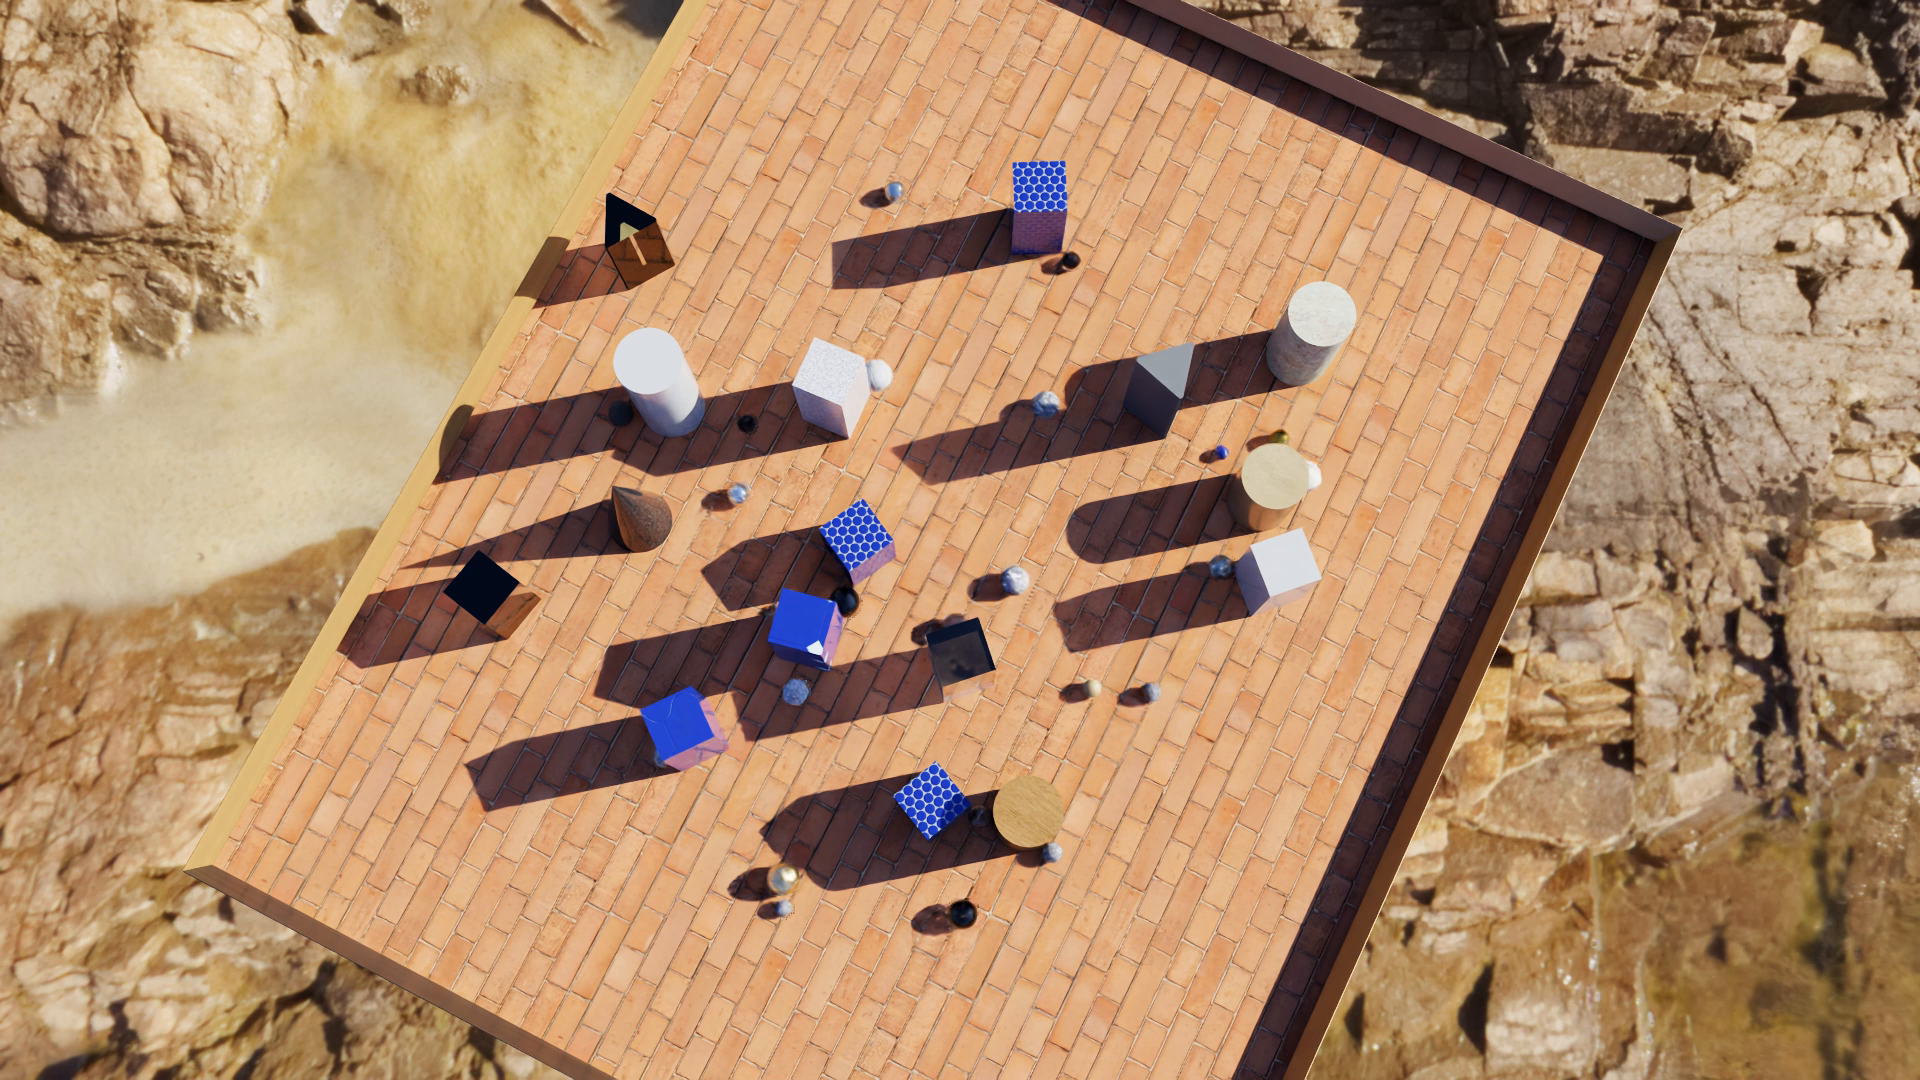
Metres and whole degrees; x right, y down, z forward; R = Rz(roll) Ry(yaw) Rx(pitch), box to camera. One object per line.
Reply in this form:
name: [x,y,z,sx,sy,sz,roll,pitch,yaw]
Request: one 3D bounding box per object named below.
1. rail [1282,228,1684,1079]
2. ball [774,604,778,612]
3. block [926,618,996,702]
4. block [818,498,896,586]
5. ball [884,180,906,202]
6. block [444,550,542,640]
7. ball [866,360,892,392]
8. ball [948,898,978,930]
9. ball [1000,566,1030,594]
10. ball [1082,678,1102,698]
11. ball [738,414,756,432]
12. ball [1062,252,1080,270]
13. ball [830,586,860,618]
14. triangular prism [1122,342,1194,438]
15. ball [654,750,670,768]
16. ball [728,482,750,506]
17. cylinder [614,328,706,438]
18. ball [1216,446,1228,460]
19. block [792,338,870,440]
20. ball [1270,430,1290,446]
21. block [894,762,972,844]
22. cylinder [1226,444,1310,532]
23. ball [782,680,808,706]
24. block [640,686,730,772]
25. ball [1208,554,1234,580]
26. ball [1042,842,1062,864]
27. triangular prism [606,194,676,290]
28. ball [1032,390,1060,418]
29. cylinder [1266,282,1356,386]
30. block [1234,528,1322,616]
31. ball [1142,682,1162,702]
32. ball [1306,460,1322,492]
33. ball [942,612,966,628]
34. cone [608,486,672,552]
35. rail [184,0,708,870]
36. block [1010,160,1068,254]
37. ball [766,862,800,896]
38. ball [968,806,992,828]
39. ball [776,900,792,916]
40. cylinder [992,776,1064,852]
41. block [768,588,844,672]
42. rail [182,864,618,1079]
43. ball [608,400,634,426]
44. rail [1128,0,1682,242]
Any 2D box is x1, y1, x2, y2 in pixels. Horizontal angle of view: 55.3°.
rail: [1.383,0.684,5.408,0.045,0.129,3.766,26,80,5]
ball: [-0.535,0.214,5.546,0.051,0.051,0.051,0,78,0]
block: [0.002,0.354,5.351,0.159,0.376,0.159,-18,79,-4]
block: [-0.305,0.009,5.491,0.159,0.242,0.159,-35,80,-7]
ball: [-0.207,-1.106,5.812,0.066,0.066,0.066,0,78,0]
block: [-1.385,0.165,5.439,0.159,0.280,0.159,37,81,7]
ball: [-0.260,-0.510,5.672,0.099,0.099,0.099,0,78,0]
ball: [0.008,1.092,5.345,0.089,0.089,0.089,0,78,0]
ball: [0.167,0.122,5.547,0.088,0.088,0.088,0,78,0]
ball: [0.395,0.446,5.494,0.059,0.059,0.059,0,78,0]
ball: [-0.659,-0.359,5.662,0.056,0.056,0.056,0,78,0]
ball: [0.350,-0.880,5.769,0.057,0.057,0.057,0,78,0]
ball: [-0.348,0.187,5.530,0.094,0.094,0.094,0,78,0]
triangular prism: [0.620,-0.468,5.480,0.172,0.458,0.149,43,81,8]
ball: [-0.883,0.646,5.452,0.060,0.060,0.060,0,78,0]
ball: [-0.677,-0.140,5.610,0.071,0.071,0.071,0,78,0]
cylinder: [-0.891,-0.464,5.469,0.198,0.476,0.198,0,78,0]
ball: [0.808,-0.269,5.651,0.042,0.042,0.042,0,78,0]
block: [-0.384,-0.453,5.518,0.159,0.377,0.159,23,79,5]
ball: [0.987,-0.311,5.650,0.060,0.060,0.060,0,78,0]
block: [-0.080,0.764,5.325,0.159,0.260,0.159,-39,81,-7]
cylinder: [0.919,-0.154,5.488,0.198,0.314,0.198,0,78,0]
ball: [-0.493,0.456,5.482,0.079,0.079,0.079,0,78,0]
block: [-0.793,0.551,5.313,0.159,0.370,0.159,-25,79,-5]
ball: [0.793,0.083,5.560,0.076,0.076,0.076,0,78,0]
ball: [0.271,0.920,5.395,0.061,0.061,0.061,0,78,0]
triangular prism: [-1.011,-0.932,5.620,0.172,0.372,0.149,-30,80,-6]
ball: [0.265,-0.418,5.659,0.086,0.086,0.086,0,78,0]
cylinder: [1.056,-0.619,5.540,0.198,0.402,0.198,0,78,0]
block: [0.933,0.099,5.416,0.159,0.353,0.159,-19,79,-4]
ball: [0.575,0.457,5.491,0.060,0.060,0.060,0,78,0]
ball: [1.055,-0.194,5.606,0.099,0.099,0.099,0,78,0]
ball: [-0.014,0.260,5.521,0.081,0.081,0.081,0,78,0]
cone: [-0.982,-0.106,5.397,0.198,0.473,0.198,0,78,0]
rail: [-1.383,-0.670,5.689,0.045,0.129,3.766,26,80,5]
block: [0.239,-1.019,5.645,0.159,0.358,0.159,-2,78,0]
ball: [-0.516,0.992,5.361,0.098,0.098,0.098,0,78,0]
ball: [0.057,0.818,5.412,0.069,0.069,0.069,0,78,0]
ball: [-0.516,1.078,5.368,0.050,0.050,0.050,0,78,0]
cylinder: [0.191,0.790,5.272,0.198,0.355,0.198,0,78,0]
block: [-0.449,0.267,5.379,0.159,0.356,0.159,15,79,3]
rail: [-0.831,1.635,5.211,3.139,0.129,0.045,26,80,5]
ball: [-1.046,-0.392,5.657,0.079,0.079,0.079,0,78,0]
rail: [0.831,-1.622,5.886,3.139,0.129,0.045,26,80,5]
